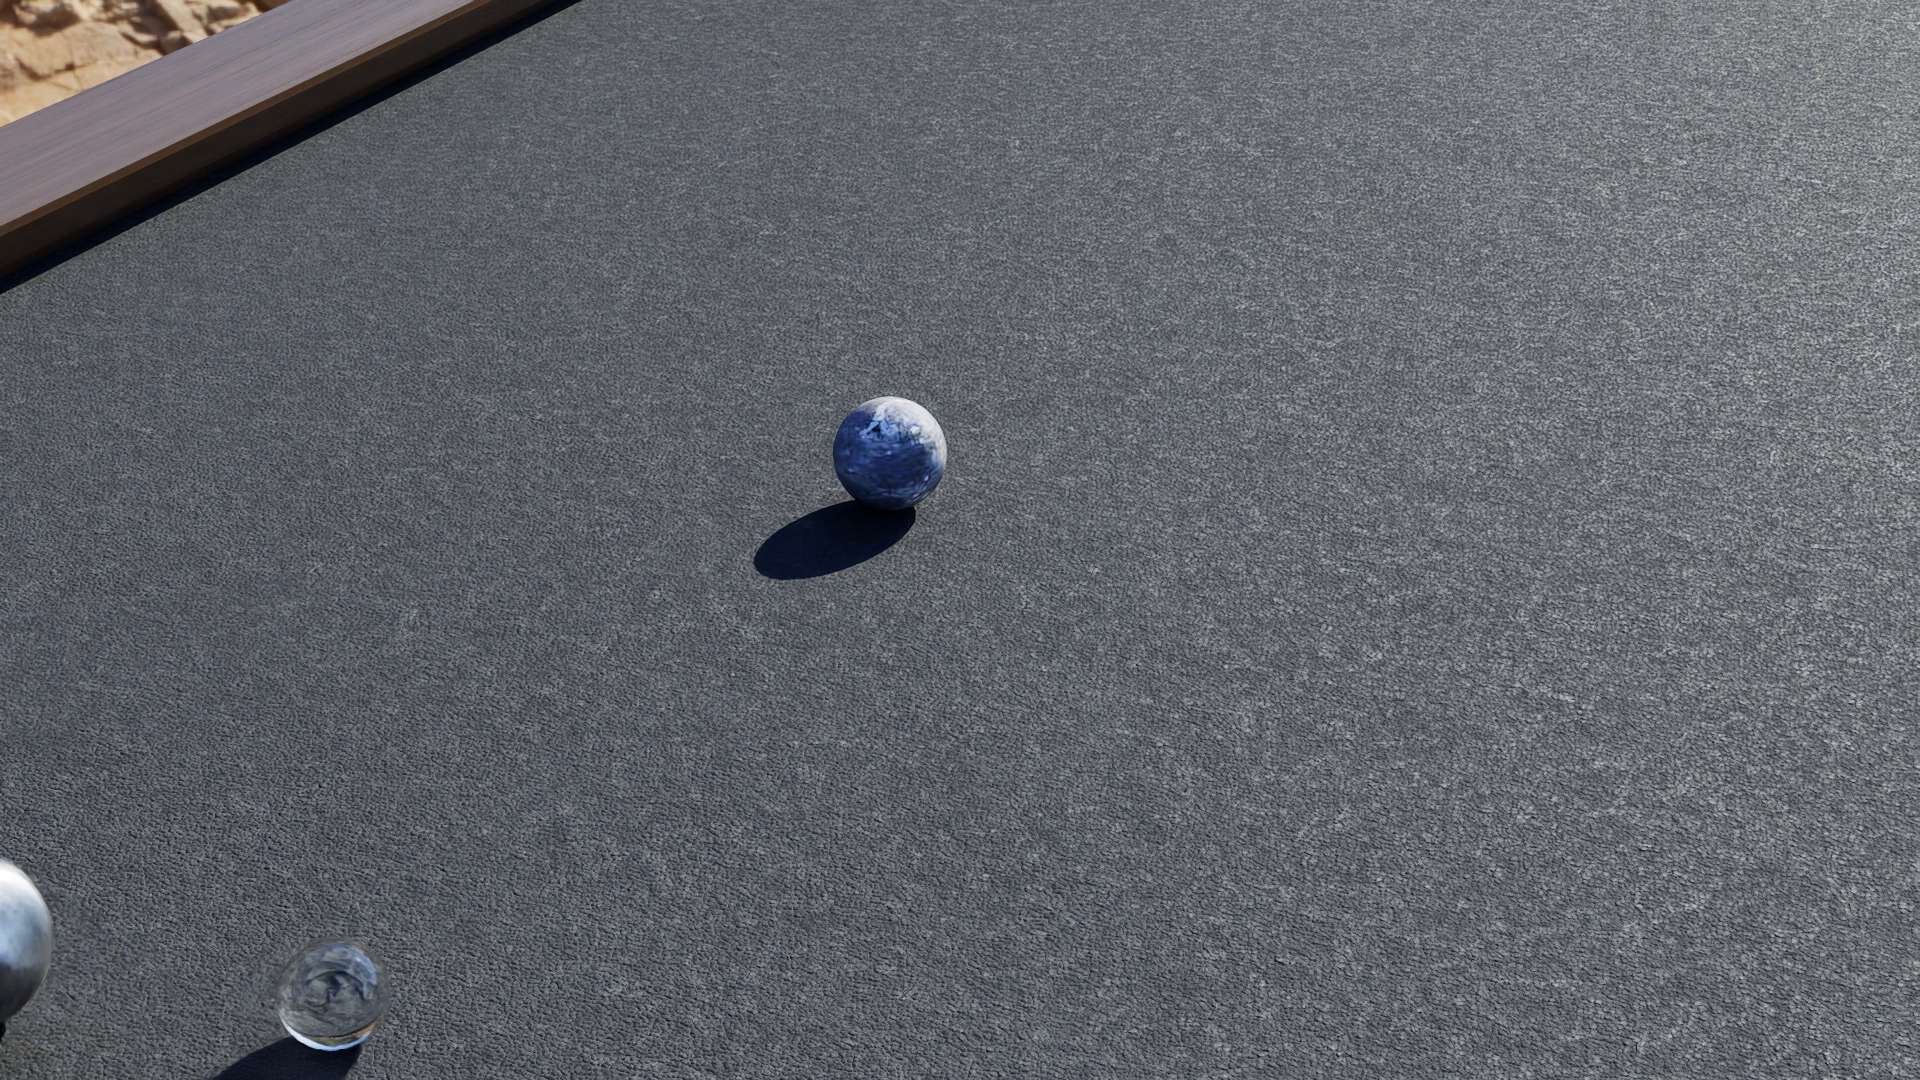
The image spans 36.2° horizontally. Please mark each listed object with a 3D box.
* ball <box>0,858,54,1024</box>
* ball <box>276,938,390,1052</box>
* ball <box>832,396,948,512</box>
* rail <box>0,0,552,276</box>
[{"bbox_3d":[-0.478,0.192,1.402,0.088,0.088,0.088,0,26,0],"label":"ball"},{"bbox_3d":[-0.297,0.216,1.394,0.053,0.053,0.053,0,26,0],"label":"ball"},{"bbox_3d":[-0.046,-0.057,1.931,0.075,0.075,0.075,0,26,0],"label":"ball"},{"bbox_3d":[-0.513,-0.493,2.786,0.045,0.115,3.176,10,28,20],"label":"rail"}]
